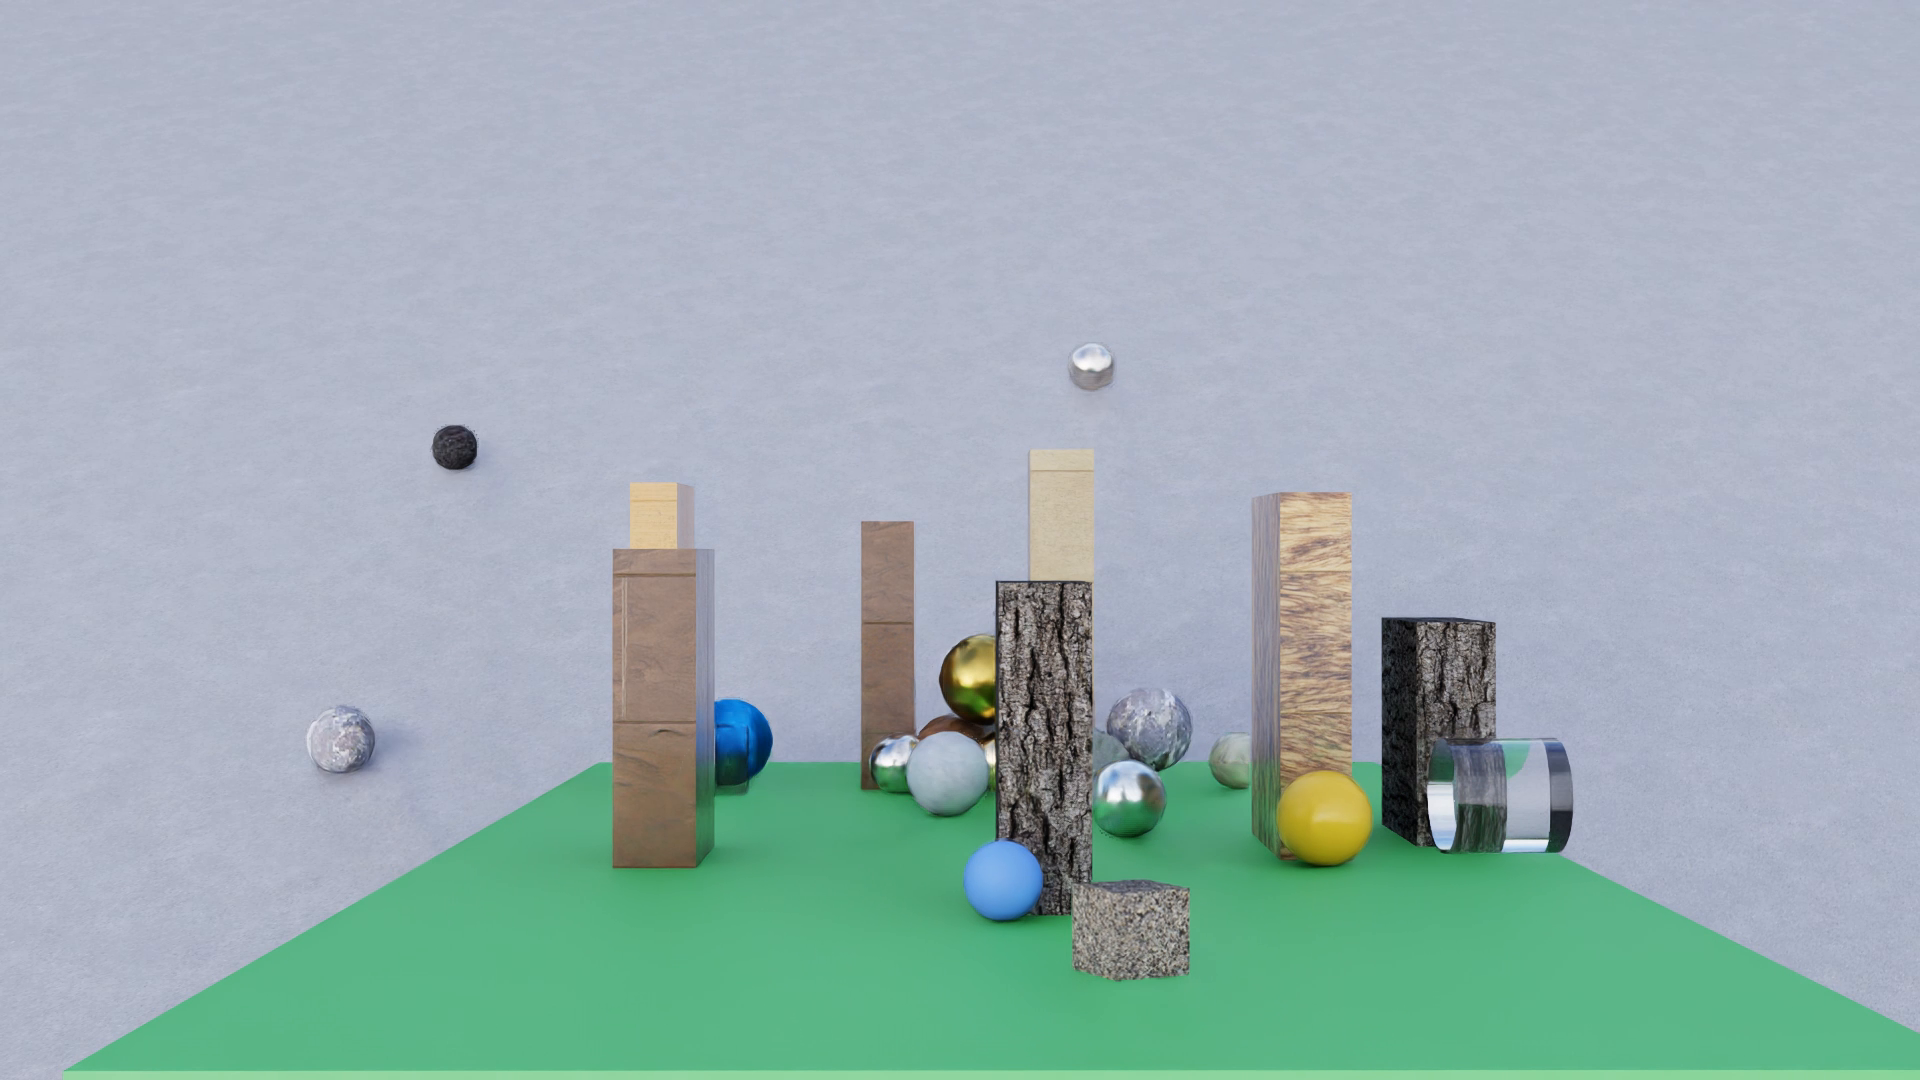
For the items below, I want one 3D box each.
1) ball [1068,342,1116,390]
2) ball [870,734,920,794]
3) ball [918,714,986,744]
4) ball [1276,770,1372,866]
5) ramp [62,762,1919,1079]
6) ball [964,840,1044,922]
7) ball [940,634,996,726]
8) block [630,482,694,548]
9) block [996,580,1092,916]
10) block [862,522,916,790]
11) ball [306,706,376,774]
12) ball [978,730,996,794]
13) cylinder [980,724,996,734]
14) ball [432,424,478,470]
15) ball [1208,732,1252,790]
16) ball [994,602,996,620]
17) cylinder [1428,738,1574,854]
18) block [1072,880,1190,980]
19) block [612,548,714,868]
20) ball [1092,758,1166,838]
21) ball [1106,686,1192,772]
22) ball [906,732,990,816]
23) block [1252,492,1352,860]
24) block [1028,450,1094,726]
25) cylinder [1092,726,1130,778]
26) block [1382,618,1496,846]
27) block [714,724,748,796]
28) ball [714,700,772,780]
[{"bbox_3d":[0.438,-0.576,8.615,0.159,0.159,0.159,0,31,0],"label":"ball"},{"bbox_3d":[-0.135,0.500,5.781,0.137,0.137,0.137,0,31,0],"label":"ball"},{"bbox_3d":[-0.017,0.482,5.882,0.173,0.173,0.173,0,31,0],"label":"ball"},{"bbox_3d":[0.625,0.478,4.447,0.164,0.164,0.164,0,31,0],"label":"ball"},{"bbox_3d":[0.069,0.612,4.684,2.000,0.100,4.000,0,0,0],"label":"ramp"},{"bbox_3d":[0.063,0.498,3.783,0.117,0.117,0.117,0,31,0],"label":"ball"},{"bbox_3d":[0.056,0.313,5.816,0.205,0.205,0.205,0,31,0],"label":"ball"},{"bbox_3d":[-0.687,0.221,5.993,0.105,0.697,0.385,0,0,0],"label":"block"},{"bbox_3d":[0.127,0.311,4.009,0.139,0.493,0.332,0,0,0],"label":"block"},{"bbox_3d":[-0.165,0.264,6.037,0.120,0.612,0.290,0,0,0],"label":"block"},{"bbox_3d":[-1.618,0.522,6.765,0.176,0.176,0.176,0,31,0],"label":"ball"},{"bbox_3d":[0.102,0.494,5.774,0.148,0.148,0.148,0,31,0],"label":"ball"},{"bbox_3d":[0.077,0.495,6.223,0.130,0.130,0.130,-1,-11,0],"label":"cylinder"},{"bbox_3d":[-1.591,-0.291,8.155,0.143,0.143,0.143,0,31,0],"label":"ball"},{"bbox_3d":[0.632,0.504,5.908,0.129,0.129,0.129,0,31,0],"label":"ball"},{"bbox_3d":[0.168,0.201,7.330,0.147,0.147,0.147,0,31,0],"label":"ball"},{"bbox_3d":[0.966,0.458,4.640,0.207,0.207,0.207,0,31,-4],"label":"cylinder"},{"bbox_3d":[0.219,0.499,3.323,0.109,0.109,0.109,0,0,-28],"label":"block"},{"bbox_3d":[-0.522,0.289,4.589,0.142,0.546,0.337,0,0,0],"label":"block"},{"bbox_3d":[0.315,0.488,4.890,0.149,0.149,0.149,0,31,0],"label":"ball"},{"bbox_3d":[0.423,0.424,5.791,0.191,0.191,0.191,0,31,0],"label":"ball"},{"bbox_3d":[-0.025,0.479,5.313,0.173,0.173,0.173,0,31,0],"label":"ball"},{"bbox_3d":[0.623,0.240,4.752,0.125,0.644,0.443,0,0,0],"label":"block"},{"bbox_3d":[0.230,0.183,5.947,0.143,0.772,0.246,0,0,0],"label":"block"},{"bbox_3d":[0.281,0.487,5.651,0.153,0.153,0.153,-6,3,-10],"label":"cylinder"},{"bbox_3d":[0.910,0.358,4.941,0.145,0.411,0.393,0,0,0],"label":"block"},{"bbox_3d":[-0.555,0.493,5.820,0.152,0.152,0.152,0,0,-3],"label":"block"},{"bbox_3d":[-0.536,0.469,6.035,0.197,0.197,0.197,0,31,0],"label":"ball"}]
